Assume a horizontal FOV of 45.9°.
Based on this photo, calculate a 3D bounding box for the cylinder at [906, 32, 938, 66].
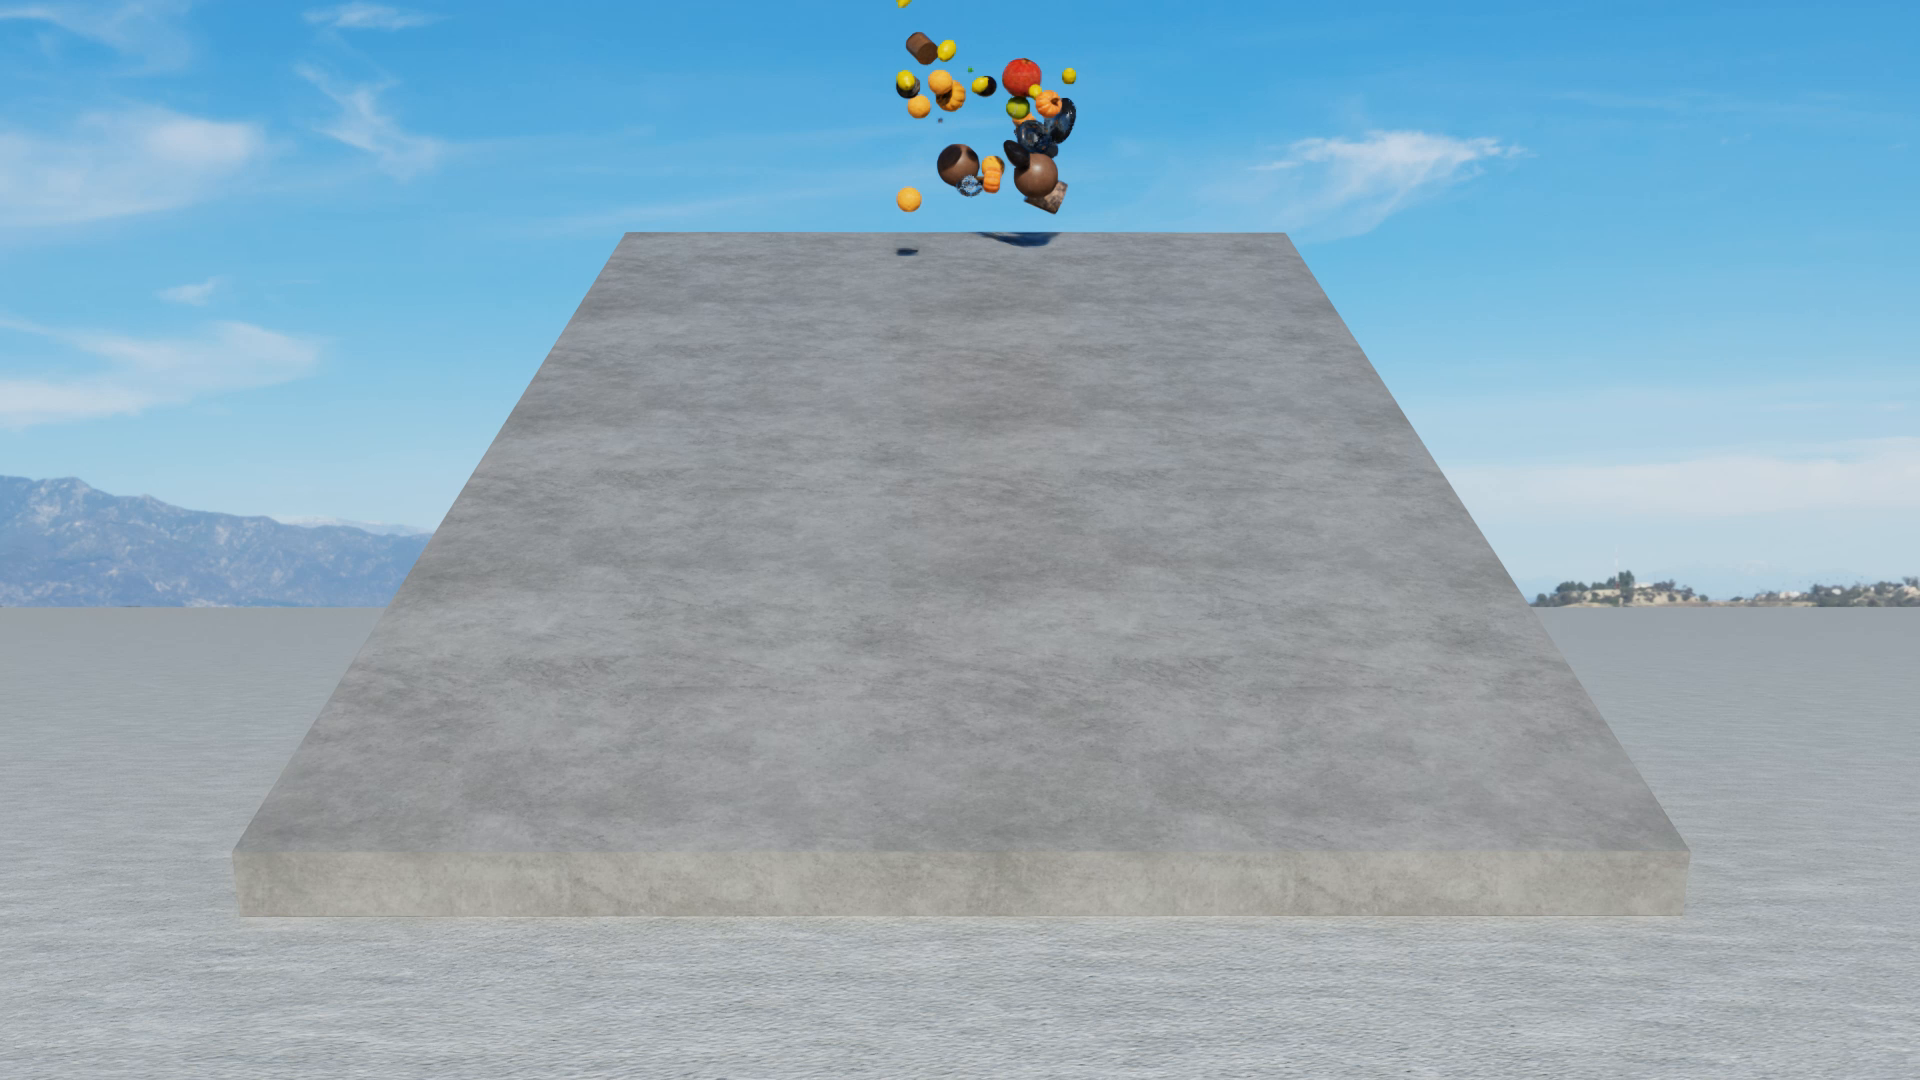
[{"bbox_3d":[-0.112,-1.456,6.706,0.073,0.073,0.073,1,36,-36],"label":"cylinder"}]

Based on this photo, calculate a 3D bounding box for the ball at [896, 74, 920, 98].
[{"bbox_3d":[-0.147,-1.289,6.435,0.071,0.071,0.071,0,-2,0],"label":"ball"}]

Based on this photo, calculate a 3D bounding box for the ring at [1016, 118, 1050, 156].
[{"bbox_3d":[0.211,-1.157,6.511,0.107,0.107,0.036,1,-1,-30],"label":"ring"}]

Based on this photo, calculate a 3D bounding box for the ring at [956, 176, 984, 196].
[{"bbox_3d":[0.031,-1.046,6.697,0.083,0.028,0.083,-5,-27,-3],"label":"ring"}]

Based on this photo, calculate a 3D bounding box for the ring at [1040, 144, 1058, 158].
[{"bbox_3d":[0.238,-1.175,6.730,0.118,0.039,0.118,26,-11,5],"label":"ring"}]

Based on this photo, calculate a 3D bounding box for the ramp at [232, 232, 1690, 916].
[{"bbox_3d":[-0.005,-0.206,5.003,2.000,0.100,4.000,0,20,0],"label":"ramp"}]

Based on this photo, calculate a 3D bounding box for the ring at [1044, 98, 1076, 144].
[{"bbox_3d":[0.287,-1.212,6.551,0.046,0.139,0.139,13,-8,-27],"label":"ring"}]
